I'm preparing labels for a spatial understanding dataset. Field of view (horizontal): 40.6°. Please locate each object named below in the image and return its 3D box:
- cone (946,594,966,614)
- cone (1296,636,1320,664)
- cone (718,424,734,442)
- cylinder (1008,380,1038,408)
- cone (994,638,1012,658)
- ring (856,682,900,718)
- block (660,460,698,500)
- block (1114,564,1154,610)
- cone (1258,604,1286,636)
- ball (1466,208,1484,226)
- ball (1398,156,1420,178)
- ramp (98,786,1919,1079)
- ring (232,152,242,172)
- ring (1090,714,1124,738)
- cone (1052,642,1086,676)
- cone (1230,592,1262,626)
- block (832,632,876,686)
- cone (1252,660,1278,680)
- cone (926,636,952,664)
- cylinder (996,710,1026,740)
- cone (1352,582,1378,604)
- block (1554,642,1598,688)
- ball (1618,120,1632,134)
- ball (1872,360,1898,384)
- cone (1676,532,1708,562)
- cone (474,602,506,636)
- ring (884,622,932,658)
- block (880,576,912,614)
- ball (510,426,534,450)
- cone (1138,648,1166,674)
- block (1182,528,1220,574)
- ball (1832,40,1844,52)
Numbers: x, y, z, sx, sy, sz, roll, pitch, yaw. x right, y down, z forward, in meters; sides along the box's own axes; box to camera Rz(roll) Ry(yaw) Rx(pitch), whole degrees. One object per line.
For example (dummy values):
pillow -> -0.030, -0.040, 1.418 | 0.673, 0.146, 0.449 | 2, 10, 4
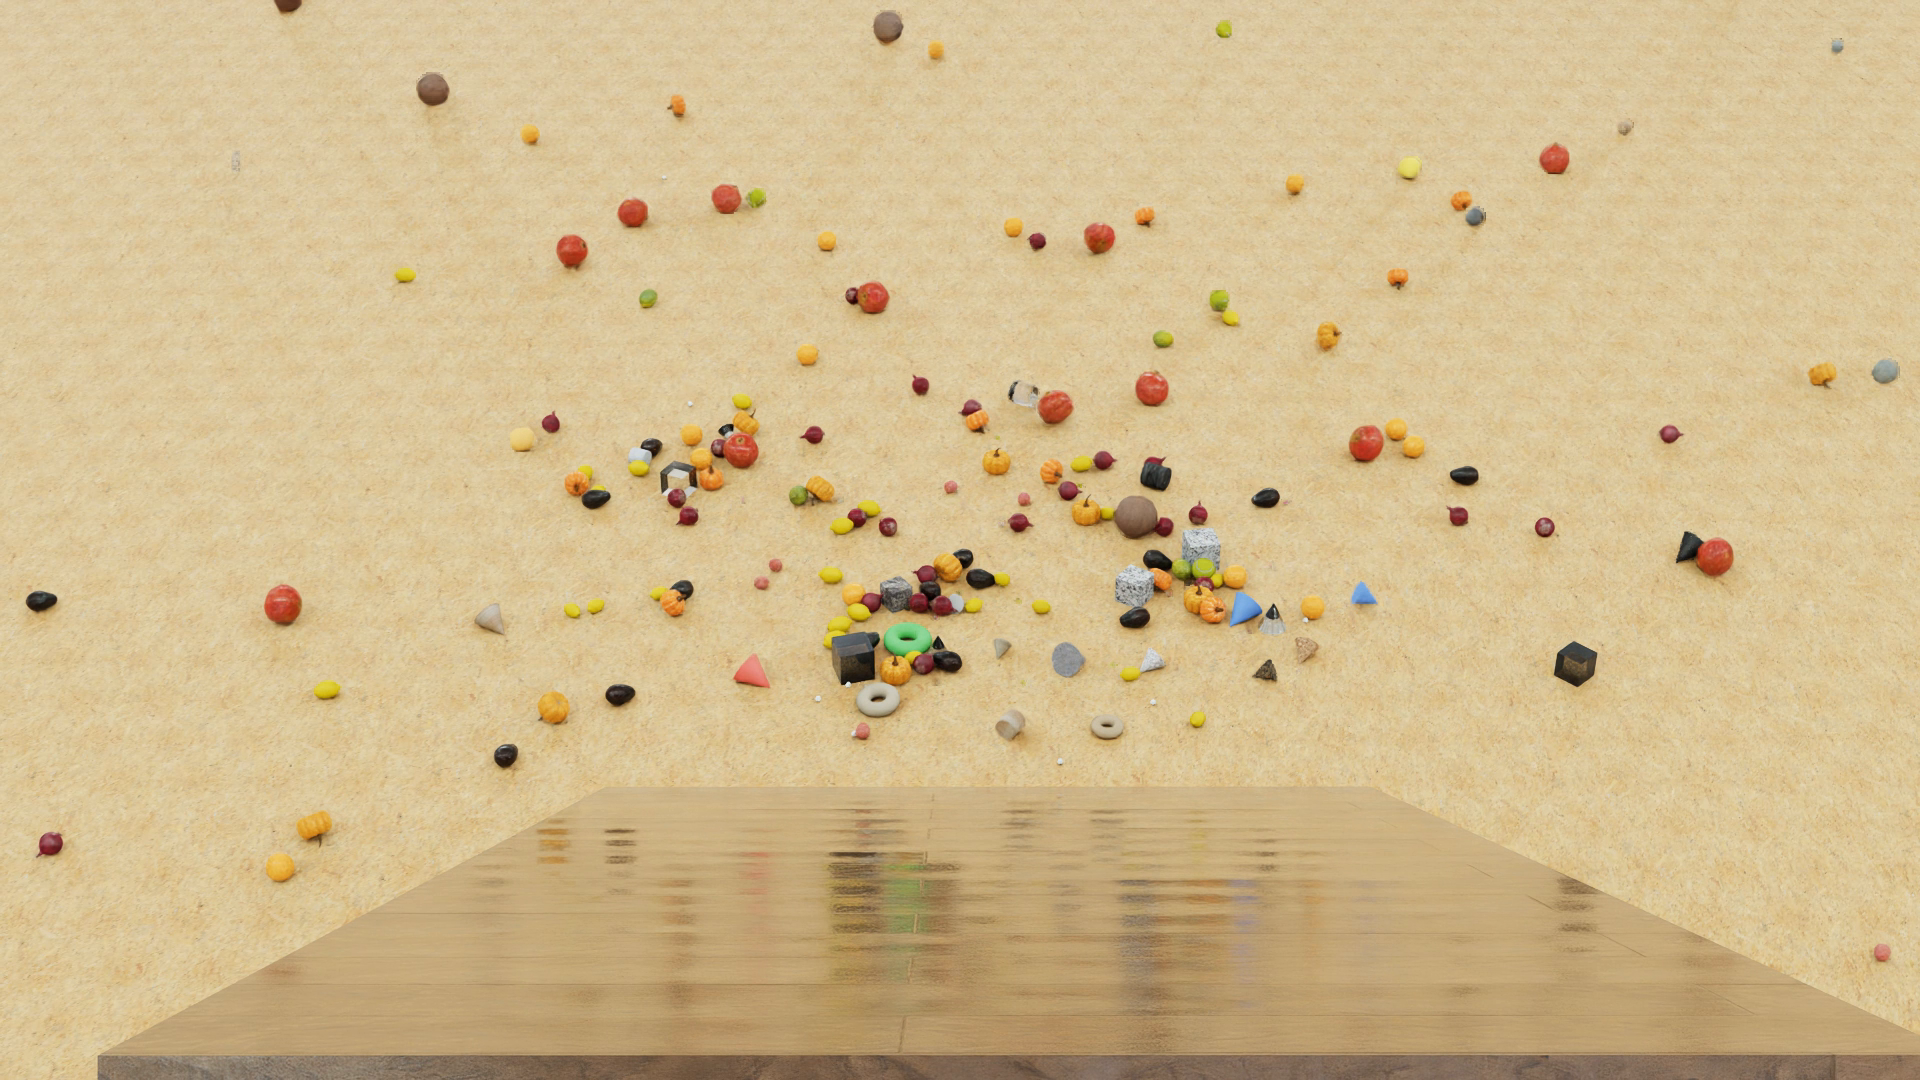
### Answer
cone -> 0.002, 0.185, 7.594 | 0.059, 0.059, 0.059 | 22, 13, 30
cone -> 0.975, 0.325, 7.379 | 0.072, 0.072, 0.072 | 16, 66, 22
cone -> -0.744, -0.337, 8.379 | 0.056, 0.056, 0.056 | -17, 65, -24
cylinder -> 0.208, -0.481, 8.553 | 0.073, 0.073, 0.073 | 24, 40, 24
cone -> 0.114, 0.318, 7.396 | 0.056, 0.056, 0.056 | 11, 62, 16
ring -> -0.227, 0.443, 7.191 | 0.124, 0.041, 0.124 | -3, 38, 3
block -> -0.878, -0.186, 8.101 | 0.082, 0.082, 0.082 | 16, 37, 23
block -> 0.512, 0.138, 7.615 | 0.083, 0.083, 0.083 | 21, 39, 28
cone -> 0.904, 0.215, 7.496 | 0.085, 0.085, 0.085 | 0, 34, 0
ball -> 1.909, -1.197, 9.630 | 0.068, 0.068, 0.068 | 0, 34, 0
ball -> 1.725, -1.430, 9.966 | 0.083, 0.083, 0.083 | 0, 34, 0
ramp -> 0.075, 0.649, 4.780 | 2.000, 0.100, 4.000 | 0, -1, 0
ring -> -2.791, -1.458, 10.014 | 0.026, 0.078, 0.078 | 14, 31, -15
ring -> 0.403, 0.511, 7.103 | 0.092, 0.031, 0.092 | 1, 34, -1
cone -> 0.329, 0.337, 7.351 | 0.099, 0.099, 0.099 | 28, 16, 35
cone -> 0.810, 0.218, 7.530 | 0.096, 0.096, 0.096 | 29, 70, 36
block -> -0.301, 0.333, 7.307 | 0.099, 0.099, 0.099 | -10, 35, -14
cone -> 0.851, 0.376, 7.305 | 0.065, 0.065, 0.065 | -21, 29, 18
cone -> -0.062, 0.300, 7.379 | 0.074, 0.074, 0.074 | 0, 34, 0
cylinder -> 0.139, 0.504, 7.086 | 0.060, 0.060, 0.060 | 20, 38, 27
cone -> 1.196, 0.173, 7.608 | 0.071, 0.071, 0.071 | 27, 34, -7
block -> 1.732, 0.349, 7.300 | 0.080, 0.080, 0.080 | -29, 43, -36
ball -> 2.639, -1.637, 10.301 | 0.056, 0.056, 0.056 | 0, 34, 0
ball -> 3.089, -0.562, 8.666 | 0.080, 0.080, 0.080 | 0, 34, 0
cone -> 2.182, 0.039, 7.801 | 0.092, 0.092, 0.092 | -43, 47, -11
cone -> -1.340, 0.244, 7.494 | 0.089, 0.089, 0.089 | -30, 70, -37
ring -> -0.150, 0.286, 7.426 | 0.140, 0.047, 0.140 | 1, 34, -1
block -> -0.186, 0.159, 7.594 | 0.069, 0.069, 0.069 | -20, 39, -27
ball -> -1.401, -0.324, 8.313 | 0.077, 0.077, 0.077 | 0, 34, 0
cone -> 0.531, 0.353, 7.337 | 0.072, 0.072, 0.072 | -41, 45, -10
block -> 0.721, 0.031, 7.766 | 0.093, 0.093, 0.093 | -6, 34, -9
ball -> 3.713, -2.087, 10.981 | 0.051, 0.051, 0.051 | 0, 34, 0
